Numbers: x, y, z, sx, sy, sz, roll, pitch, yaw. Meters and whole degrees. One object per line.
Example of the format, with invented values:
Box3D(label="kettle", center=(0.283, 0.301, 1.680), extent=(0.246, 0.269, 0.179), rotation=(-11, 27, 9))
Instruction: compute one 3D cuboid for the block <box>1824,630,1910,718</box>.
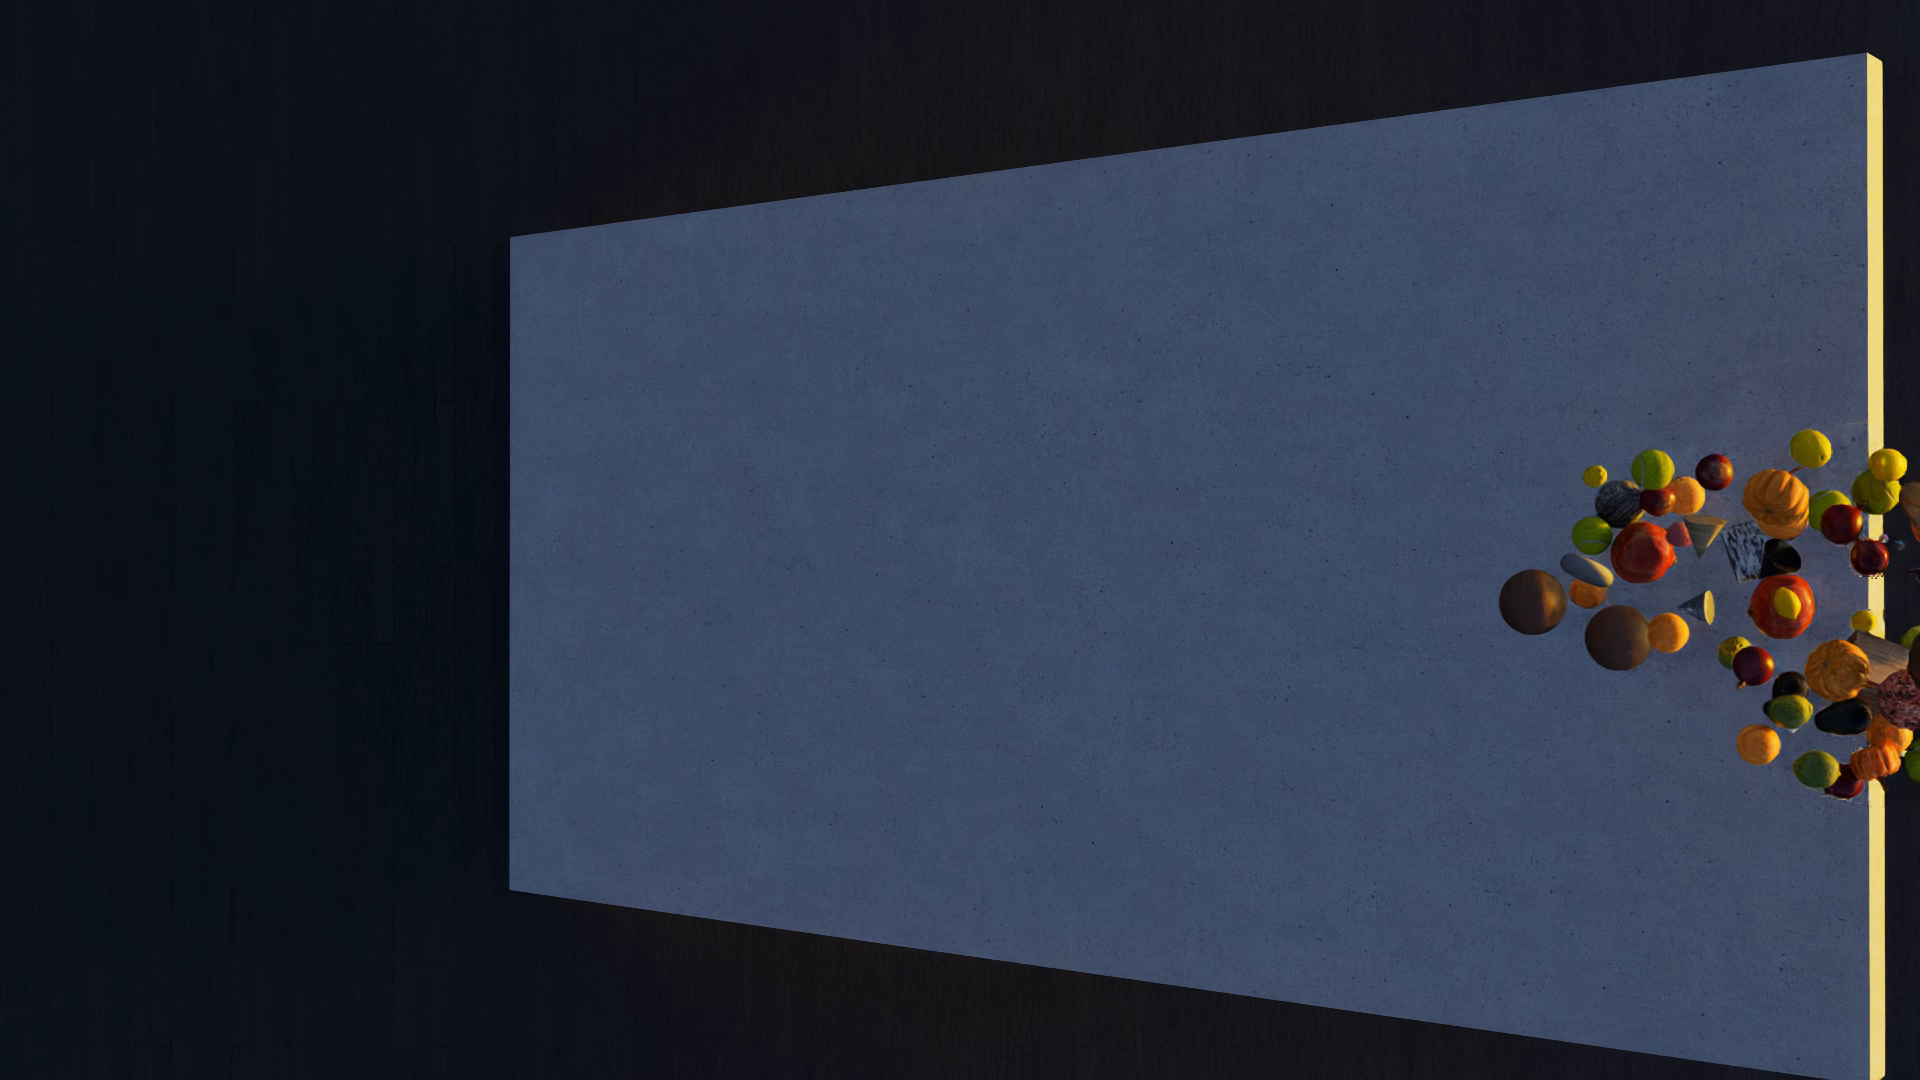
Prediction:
Box3D(label="block", center=(1.503, 0.221, 3.643), extent=(0.090, 0.090, 0.090), rotation=(21, 58, 4))

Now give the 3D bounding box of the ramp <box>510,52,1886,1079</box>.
Box3D(label="ramp", center=(0.221, 0.063, 5.537), extent=(4.000, 0.100, 2.000), rotation=(0, 90, 38))

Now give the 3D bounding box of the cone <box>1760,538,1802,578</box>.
Box3D(label="cone", center=(1.217, 0.041, 3.301), extent=(0.061, 0.061, 0.061), rotation=(11, 51, -14))

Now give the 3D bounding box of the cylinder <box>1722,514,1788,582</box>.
Box3D(label="cylinder", center=(1.328, 0.013, 3.660), extent=(0.094, 0.094, 0.094), rotation=(-16, 90, 21))

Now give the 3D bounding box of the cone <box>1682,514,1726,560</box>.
Box3D(label="cone", center=(1.172, 0.000, 3.475), extent=(0.065, 0.065, 0.065), rotation=(2, 106, 0))

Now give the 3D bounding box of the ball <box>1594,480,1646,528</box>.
Box3D(label="ball", center=(1.191, -0.065, 3.970), extent=(0.088, 0.088, 0.088), rotation=(0, 90, 0))

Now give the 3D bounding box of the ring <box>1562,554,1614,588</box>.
Box3D(label="ring", center=(1.187, 0.058, 4.164), extent=(0.104, 0.104, 0.035), rotation=(26, 89, 0))

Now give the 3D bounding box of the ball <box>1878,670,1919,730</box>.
Box3D(label="ball", center=(1.495, 0.251, 3.462), extent=(0.095, 0.095, 0.095), rotation=(0, 90, 0))

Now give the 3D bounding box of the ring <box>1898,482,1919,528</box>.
Box3D(label="ring", center=(1.399, -0.042, 3.177), extent=(0.033, 0.099, 0.099), rotation=(-39, 90, 1))
